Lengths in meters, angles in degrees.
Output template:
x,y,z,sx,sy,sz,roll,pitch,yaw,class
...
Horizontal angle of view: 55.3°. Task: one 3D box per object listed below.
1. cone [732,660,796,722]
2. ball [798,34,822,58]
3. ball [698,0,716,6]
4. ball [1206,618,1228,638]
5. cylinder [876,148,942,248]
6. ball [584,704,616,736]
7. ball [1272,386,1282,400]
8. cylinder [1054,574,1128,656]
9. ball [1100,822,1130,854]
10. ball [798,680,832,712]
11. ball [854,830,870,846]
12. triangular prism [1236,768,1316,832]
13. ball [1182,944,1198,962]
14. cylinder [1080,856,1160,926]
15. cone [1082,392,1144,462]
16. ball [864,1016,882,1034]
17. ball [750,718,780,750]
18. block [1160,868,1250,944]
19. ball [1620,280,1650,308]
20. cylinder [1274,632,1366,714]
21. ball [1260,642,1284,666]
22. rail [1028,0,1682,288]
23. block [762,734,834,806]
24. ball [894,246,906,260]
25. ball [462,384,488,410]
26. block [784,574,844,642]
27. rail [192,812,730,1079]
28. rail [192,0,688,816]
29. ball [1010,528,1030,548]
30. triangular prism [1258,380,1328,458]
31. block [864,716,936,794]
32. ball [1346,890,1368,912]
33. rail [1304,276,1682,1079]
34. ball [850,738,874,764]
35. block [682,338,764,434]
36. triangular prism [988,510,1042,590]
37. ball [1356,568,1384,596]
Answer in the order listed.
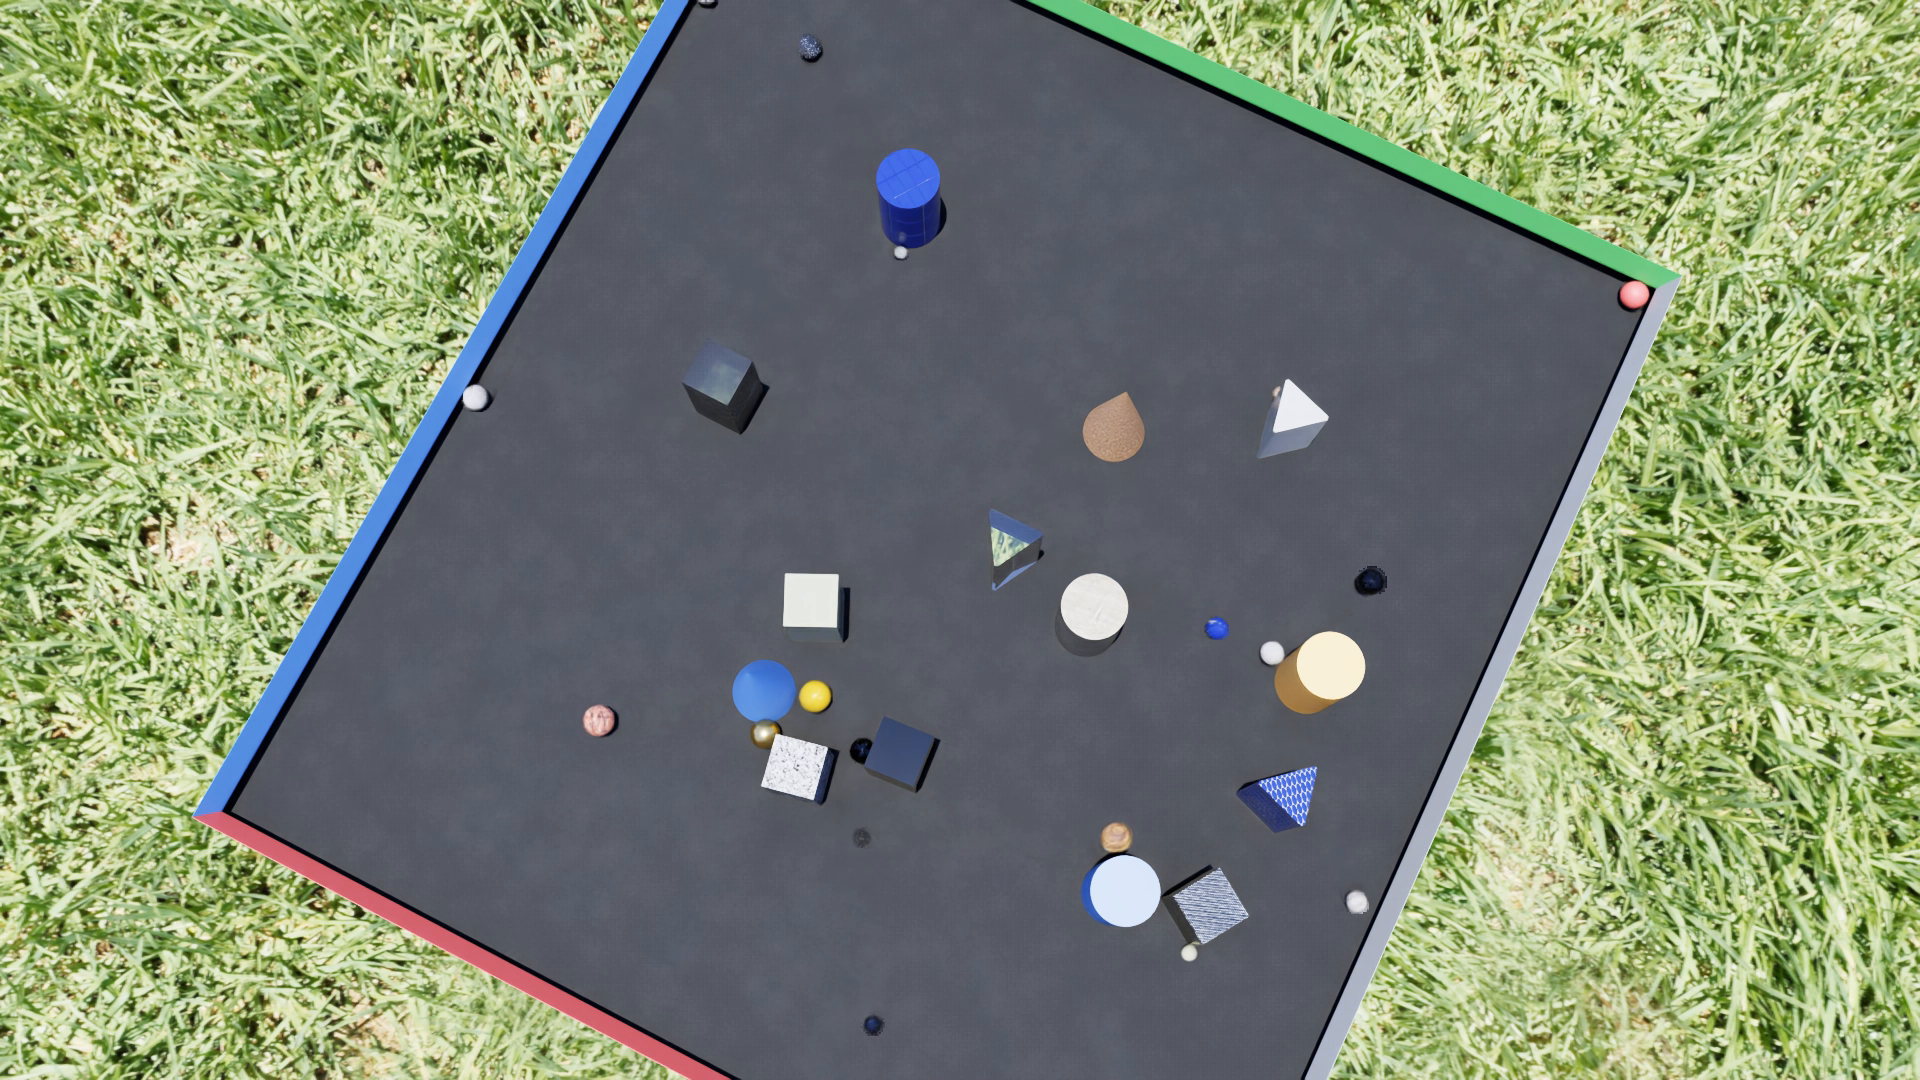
x,y,z,sx,sy,sz,roll,pitch,yaw,class
-0.590,0.412,5.313,0.191,0.428,0.191,0,78,0,cone
-0.484,-1.589,5.907,0.075,0.075,0.075,0,78,0,ball
-0.821,-1.770,5.948,0.069,0.069,0.069,0,78,0,ball
0.773,0.265,5.528,0.065,0.065,0.065,0,78,0,ball
-0.156,-1.051,5.663,0.191,0.335,0.191,0,78,0,cylinder
-1.073,0.538,5.457,0.094,0.094,0.094,0,78,0,ball
0.993,-0.454,5.688,0.044,0.044,0.044,0,78,0,ball
0.384,0.225,5.393,0.191,0.346,0.191,0,78,0,cylinder
0.458,0.877,5.389,0.090,0.090,0.090,0,78,0,ball
-0.433,0.468,5.471,0.096,0.096,0.096,0,78,0,ball
-0.291,0.879,5.410,0.047,0.047,0.047,0,78,0,ball
0.932,0.719,5.250,0.144,0.427,0.166,-44,82,-8,triangular prism
0.669,1.204,5.343,0.047,0.047,0.047,0,78,0,ball
0.452,1.000,5.205,0.191,0.401,0.191,0,78,0,cylinder
0.477,-0.381,5.468,0.191,0.445,0.191,0,78,0,cone
-0.253,1.403,5.299,0.053,0.053,0.053,0,78,0,ball
-0.579,0.577,5.451,0.090,0.090,0.090,0,78,0,ball
0.694,1.045,5.226,0.153,0.342,0.153,-30,80,-6,block
2.110,-0.766,5.731,0.087,0.087,0.087,0,78,0,ball
1.045,0.391,5.343,0.191,0.376,0.191,0,78,0,cylinder
0.939,0.341,5.509,0.072,0.072,0.072,0,78,0,ball
0.767,-1.496,5.861,3.253,0.124,0.045,26,80,5,rail
-0.469,0.671,5.333,0.153,0.283,0.153,14,79,3,block
-0.188,-0.907,5.783,0.042,0.042,0.042,0,78,0,ball
-1.498,-0.441,5.667,0.079,0.079,0.079,0,78,0,ball
-0.429,0.204,5.419,0.153,0.305,0.153,1,78,0,block
-0.767,1.509,5.240,3.253,0.124,0.045,26,80,5,rail
-1.434,-0.695,5.696,0.045,0.124,3.479,26,80,5,rail
0.186,-0.006,5.587,0.061,0.061,0.061,0,78,0,ball
0.982,-0.373,5.534,0.166,0.312,0.144,-14,79,-3,triangular prism
-0.174,0.628,5.337,0.153,0.293,0.153,22,79,4,block
1.161,1.058,5.365,0.063,0.063,0.063,0,78,0,ball
1.434,0.709,5.405,0.045,0.124,3.479,26,80,5,rail
-0.289,0.627,5.447,0.078,0.078,0.078,0,78,0,ball
-0.713,-0.461,5.543,0.153,0.331,0.153,27,80,5,block
0.128,0.010,5.416,0.166,0.389,0.144,-34,80,-7,triangular prism
1.243,0.128,5.548,0.081,0.081,0.081,0,78,0,ball
